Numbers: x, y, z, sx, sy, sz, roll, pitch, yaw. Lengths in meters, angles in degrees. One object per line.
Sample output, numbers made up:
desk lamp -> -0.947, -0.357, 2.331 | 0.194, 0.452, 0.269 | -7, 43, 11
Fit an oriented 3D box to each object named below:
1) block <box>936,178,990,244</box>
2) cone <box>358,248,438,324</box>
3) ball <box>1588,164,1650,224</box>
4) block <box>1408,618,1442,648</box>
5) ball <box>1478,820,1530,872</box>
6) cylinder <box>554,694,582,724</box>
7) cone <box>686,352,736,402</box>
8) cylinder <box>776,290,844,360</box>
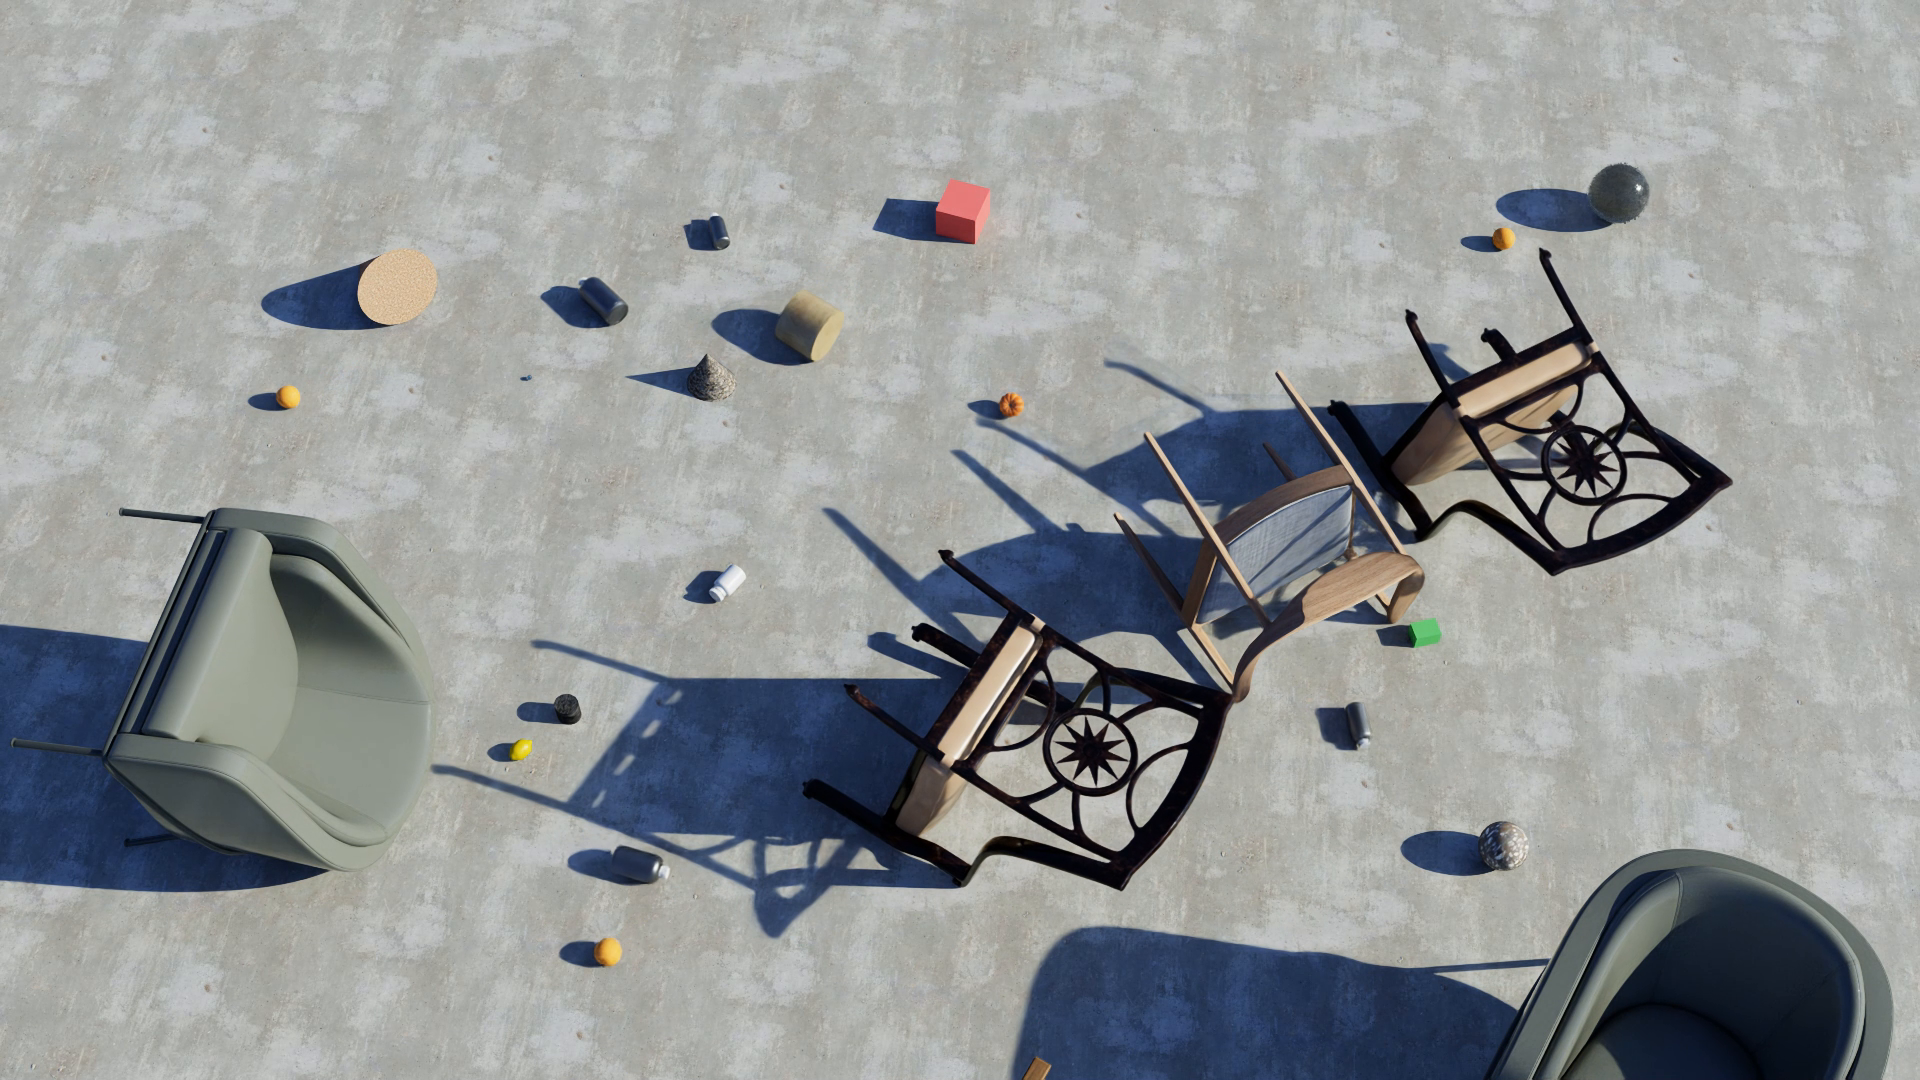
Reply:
block -> 0.010, -1.080, 7.229 | 0.137, 0.115, 0.148 | 16, 58, 11
cone -> -1.872, -0.852, 7.079 | 0.273, 0.242, 0.283 | -31, 38, -27
ball -> 2.164, -1.138, 7.221 | 0.193, 0.193, 0.193 | 0, 56, 0
block -> 1.344, 0.269, 6.363 | 0.076, 0.050, 0.054 | -12, 57, -8
ball -> 1.468, 0.826, 5.939 | 0.134, 0.134, 0.134 | 0, 56, 0
cylinder -> -1.108, 0.479, 6.214 | 0.069, 0.064, 0.064 | 15, 57, 10
cone -> -0.780, -0.535, 6.842 | 0.159, 0.151, 0.147 | 17, 58, 11
cylinder -> -0.474, -0.679, 6.941 | 0.148, 0.128, 0.180 | 33, 97, 20
